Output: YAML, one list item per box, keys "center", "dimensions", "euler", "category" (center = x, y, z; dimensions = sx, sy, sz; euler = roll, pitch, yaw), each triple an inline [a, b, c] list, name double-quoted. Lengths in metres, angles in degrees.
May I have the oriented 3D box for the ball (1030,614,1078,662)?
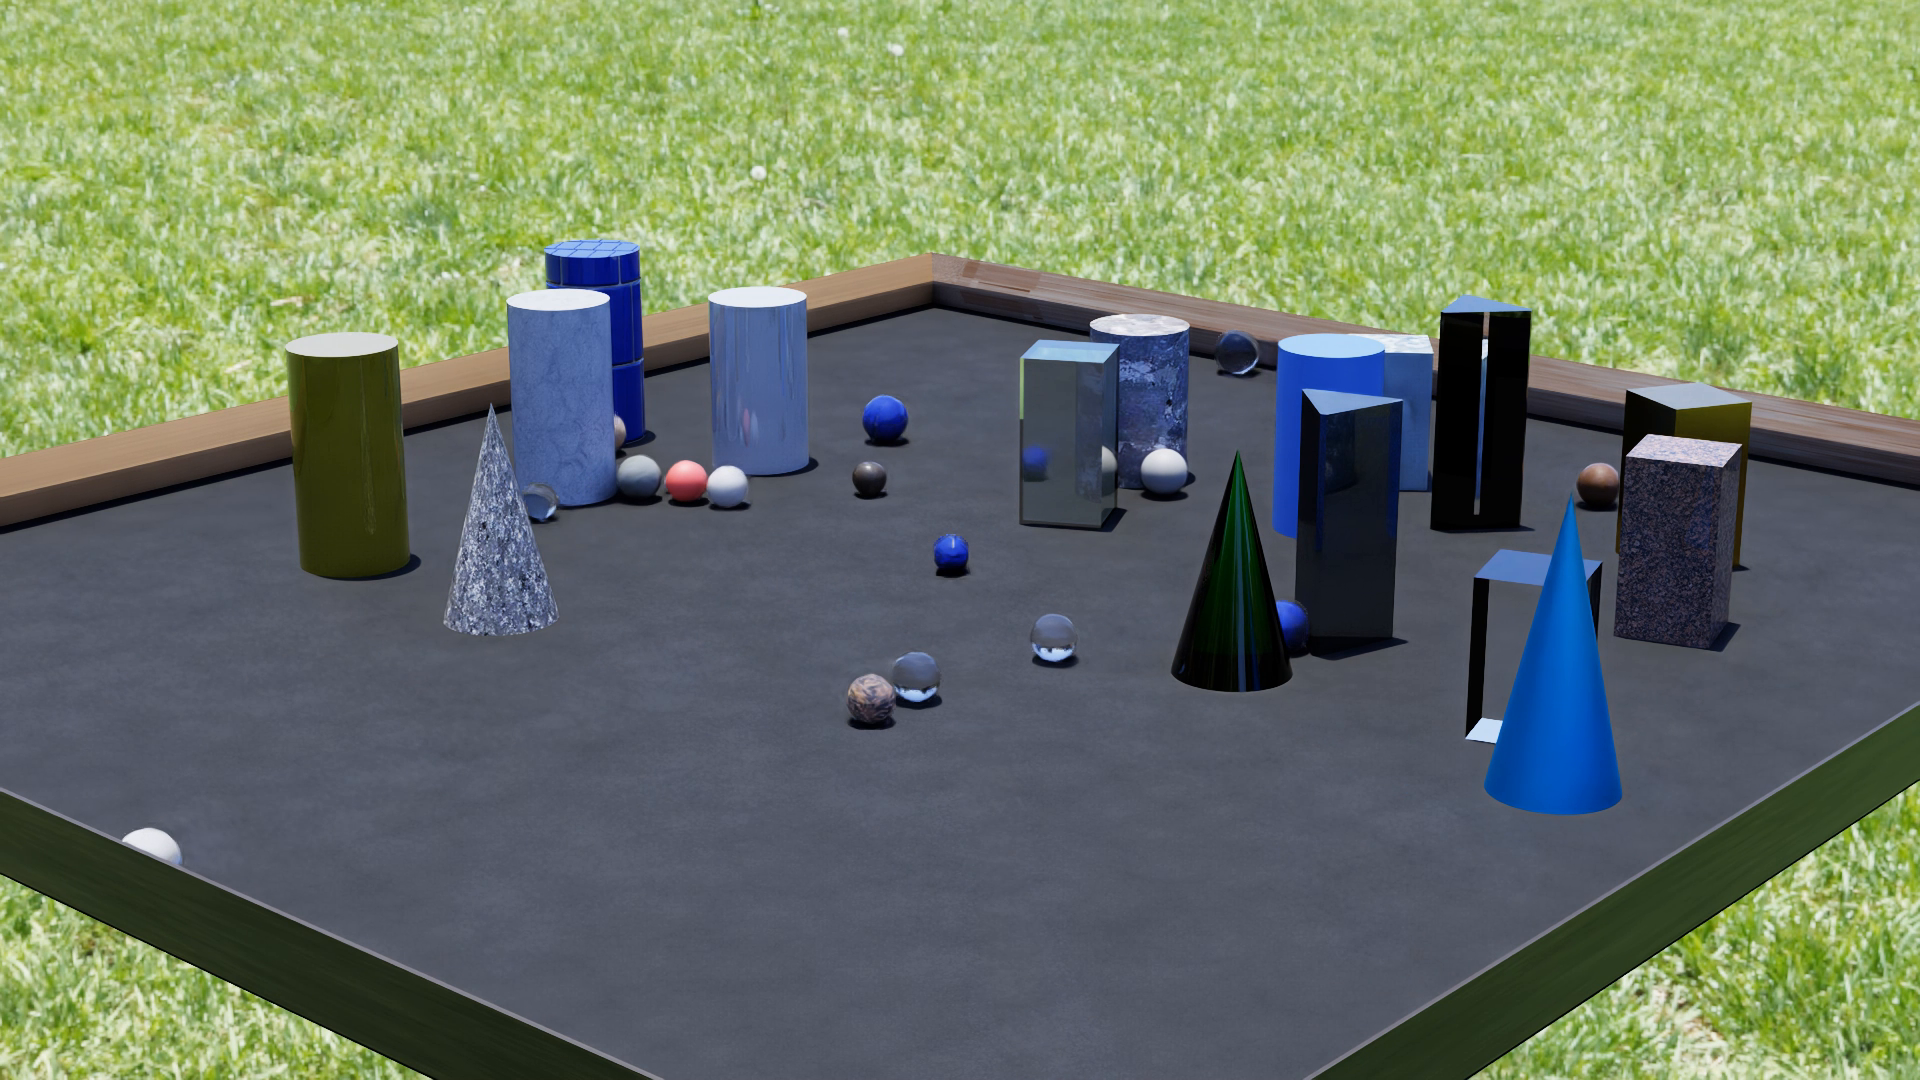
- center: [0.153, 0.159, 4.788]
  dimensions: [0.078, 0.078, 0.078]
  euler: [0, 17, 0]
  category: "ball"

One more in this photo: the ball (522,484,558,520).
- center: [-0.799, -0.074, 5.579]
  dimensions: [0.068, 0.068, 0.068]
  euler: [0, 17, 0]
  category: "ball"

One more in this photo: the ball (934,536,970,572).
- center: [-0.016, 0.026, 5.252]
  dimensions: [0.065, 0.065, 0.065]
  euler: [0, 17, 0]
  category: "ball"

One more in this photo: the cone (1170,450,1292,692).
- center: [0.440, 0.033, 4.692]
  dimensions: [0.197, 0.375, 0.197]
  euler: [0, 17, 0]
  category: "cone"

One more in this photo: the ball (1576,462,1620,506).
- center: [1.234, -0.107, 5.659]
  dimensions: [0.085, 0.085, 0.085]
  euler: [0, 17, 0]
  category: "ball"

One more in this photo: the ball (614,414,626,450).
- center: [-0.733, -0.221, 6.026]
  dimensions: [0.092, 0.092, 0.092]
  euler: [0, 17, 0]
  category: "ball"

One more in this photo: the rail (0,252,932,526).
- center: [-1.223, -0.274, 6.137]
  dimensions: [0.045, 0.128, 3.564]
  euler: [14, 22, 39]
  category: "rail"

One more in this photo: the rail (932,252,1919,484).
- center: [1.153, -0.351, 6.391]
  dimensions: [3.287, 0.128, 0.045]
  euler: [14, 22, 39]
  category: "rail"

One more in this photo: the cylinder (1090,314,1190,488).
- center: [0.355, -0.278, 5.840]
  dimensions: [0.197, 0.308, 0.197]
  euler: [0, 17, 0]
  category: "cylinder"

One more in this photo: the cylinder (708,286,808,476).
- center: [-0.407, -0.323, 5.929]
  dimensions: [0.197, 0.344, 0.197]
  euler: [0, 17, 0]
  category: "cylinder"

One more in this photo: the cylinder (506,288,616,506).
- center: [-0.774, -0.278, 5.706]
  dimensions: [0.197, 0.387, 0.197]
  euler: [0, 17, 0]
  category: "cylinder"

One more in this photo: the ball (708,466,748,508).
- center: [-0.448, -0.104, 5.657]
  dimensions: [0.080, 0.080, 0.080]
  euler: [0, 17, 0]
  category: "ball"

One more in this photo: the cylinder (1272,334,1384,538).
- center: [0.688, -0.192, 5.482]
  dimensions: [0.197, 0.351, 0.197]
  euler: [0, 17, 0]
  category: "cylinder"

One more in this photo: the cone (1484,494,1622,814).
- center: [0.860, 0.147, 4.189]
  dimensions: [0.197, 0.447, 0.197]
  euler: [0, 17, 0]
  category: "cone"

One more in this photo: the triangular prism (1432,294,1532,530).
- center: [0.964, -0.243, 5.535]
  dimensions: [0.171, 0.418, 0.148]
  euler: [-2, 17, -6]
  category: "triangular prism"

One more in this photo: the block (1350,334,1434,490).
- center: [0.847, -0.255, 5.816]
  dimensions: [0.158, 0.277, 0.158]
  euler: [1, 17, 4]
  category: "block"

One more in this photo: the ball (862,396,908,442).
- center: [-0.157, -0.253, 6.125]
  dimensions: [0.097, 0.097, 0.097]
  euler: [0, 17, 0]
  category: "ball"

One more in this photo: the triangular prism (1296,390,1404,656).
- center: [0.612, -0.037, 4.864]
  dimensions: [0.171, 0.410, 0.148]
  euler: [-11, 20, -32]
  category: "triangular prism"

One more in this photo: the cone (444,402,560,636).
- center: [-0.784, -0.049, 4.958]
  dimensions: [0.197, 0.380, 0.197]
  euler: [0, 17, 0]
  category: "cone"

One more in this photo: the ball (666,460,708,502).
- center: [-0.529, -0.114, 5.689]
  dimensions: [0.081, 0.081, 0.081]
  euler: [0, 17, 0]
  category: "ball"

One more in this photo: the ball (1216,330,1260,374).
- center: [0.636, -0.430, 6.708]
  dimensions: [0.099, 0.099, 0.099]
  euler: [0, 17, 0]
  category: "ball"

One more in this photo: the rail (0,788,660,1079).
- center: [-1.153, 0.415, 3.849]
  dimensions: [3.287, 0.128, 0.045]
  euler: [14, 22, 39]
  category: "rail"

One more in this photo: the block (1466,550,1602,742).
- center: [0.872, 0.167, 4.453]
  dimensions: [0.158, 0.257, 0.158]
  euler: [7, 18, 23]
  category: "block"

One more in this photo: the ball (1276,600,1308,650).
- center: [0.534, 0.142, 4.838]
  dimensions: [0.083, 0.083, 0.083]
  euler: [0, 17, 0]
  category: "ball"

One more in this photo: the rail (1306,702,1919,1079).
- center: [1.223, 0.339, 4.103]
  dimensions: [0.045, 0.128, 3.564]
  euler: [14, 22, 39]
  category: "rail"

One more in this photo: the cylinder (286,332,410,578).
- center: [-1.098, -0.155, 5.266]
  dimensions: [0.197, 0.403, 0.197]
  euler: [0, 17, 0]
  category: "cylinder"

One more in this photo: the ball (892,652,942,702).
- center: [-0.068, 0.214, 4.604]
  dimensions: [0.079, 0.079, 0.079]
  euler: [0, 17, 0]
  category: "ball"

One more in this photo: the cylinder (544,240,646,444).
- center: [-0.762, -0.413, 6.129]
  dimensions: [0.197, 0.399, 0.197]
  euler: [0, 17, 0]
  category: "cylinder"

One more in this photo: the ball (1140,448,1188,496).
- center: [0.399, -0.133, 5.732]
  dimensions: [0.092, 0.092, 0.092]
  euler: [0, 17, 0]
  category: "ball"

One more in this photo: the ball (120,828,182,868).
- center: [-1.076, 0.426, 3.883]
  dimensions: [0.089, 0.089, 0.089]
  euler: [0, 17, 0]
  category: "ball"

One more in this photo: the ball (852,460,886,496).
- center: [-0.178, -0.121, 5.738]
  dimensions: [0.067, 0.067, 0.067]
  euler: [0, 17, 0]
  category: "ball"

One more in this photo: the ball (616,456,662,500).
- center: [-0.624, -0.121, 5.702]
  dimensions: [0.087, 0.087, 0.087]
  euler: [0, 17, 0]
  category: "ball"

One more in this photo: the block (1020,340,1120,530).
- center: [0.208, -0.201, 5.560]
  dimensions: [0.158, 0.323, 0.158]
  euler: [4, 17, 14]
  category: "block"

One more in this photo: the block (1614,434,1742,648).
- center: [1.202, 0.000, 4.910]
  dimensions: [0.158, 0.312, 0.158]
  euler: [8, 18, 24]
  category: "block"

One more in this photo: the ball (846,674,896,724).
- center: [-0.137, 0.244, 4.511]
  dimensions: [0.075, 0.075, 0.075]
  euler: [0, 17, 0]
  category: "ball"

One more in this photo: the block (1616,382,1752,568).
- center: [1.304, -0.111, 5.289]
  dimensions: [0.158, 0.307, 0.158]
  euler: [-6, 18, -20]
  category: "block"
